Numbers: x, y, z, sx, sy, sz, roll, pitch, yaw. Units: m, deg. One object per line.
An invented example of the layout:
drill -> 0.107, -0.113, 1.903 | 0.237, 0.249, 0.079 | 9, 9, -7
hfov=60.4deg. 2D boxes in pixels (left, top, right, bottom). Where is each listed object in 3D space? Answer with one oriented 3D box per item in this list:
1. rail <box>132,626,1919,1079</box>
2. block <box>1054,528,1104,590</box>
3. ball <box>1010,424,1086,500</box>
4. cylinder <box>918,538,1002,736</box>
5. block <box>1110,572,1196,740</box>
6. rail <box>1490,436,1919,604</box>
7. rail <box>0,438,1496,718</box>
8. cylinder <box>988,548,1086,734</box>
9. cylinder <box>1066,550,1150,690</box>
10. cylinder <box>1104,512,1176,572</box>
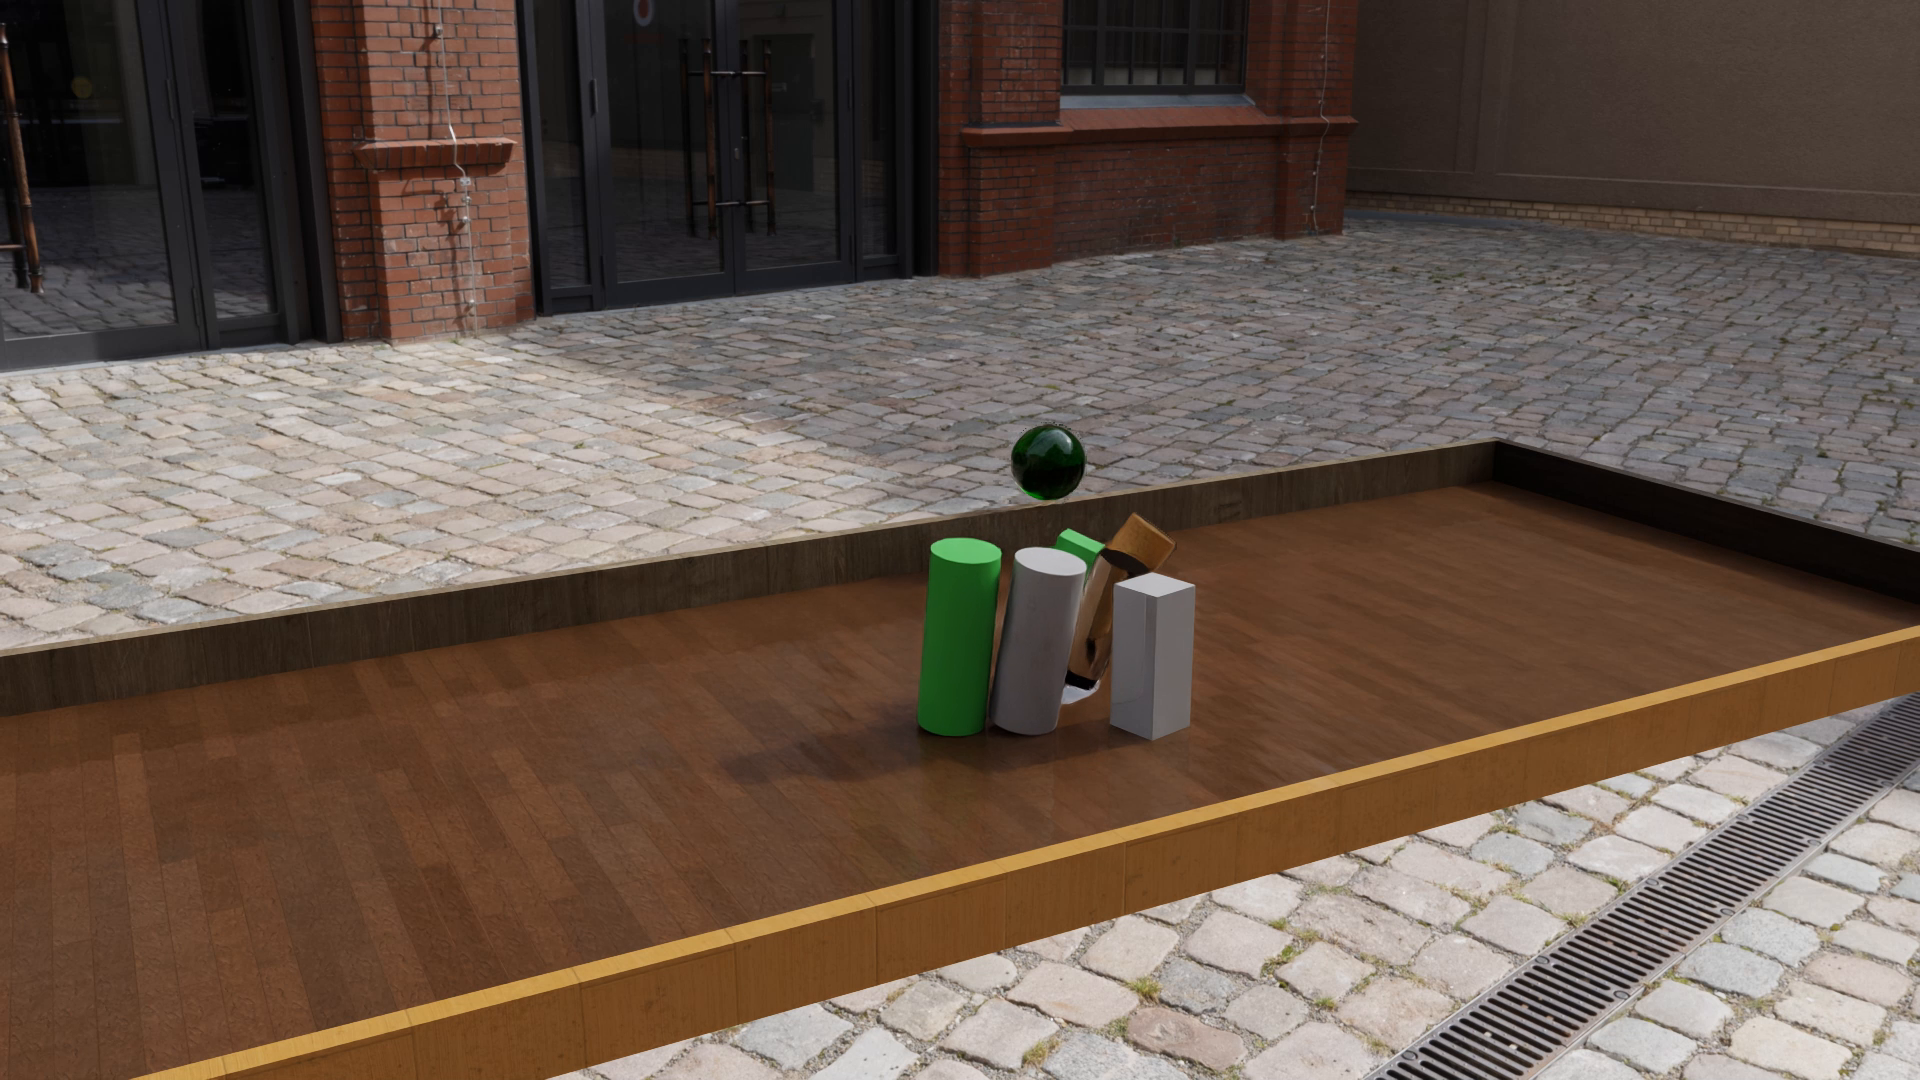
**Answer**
rail -> -2.336, 1.006, 1.665 | 12.000, 0.150, 0.050 | -9, 18, -27
block -> 0.231, 0.168, 4.085 | 0.101, 0.374, 0.101 | 25, 16, 11
ball -> 0.273, -0.240, 5.119 | 0.236, 0.236, 0.236 | 0, 16, 0
cylinder -> -0.003, 0.224, 3.803 | 0.162, 0.430, 0.162 | 4, 20, -2
block -> 0.446, 0.268, 3.827 | 0.132, 0.347, 0.132 | -14, 22, -40
rail -> 2.466, -0.048, 5.253 | 0.050, 0.150, 2.100 | -9, 18, -27
rail -> -3.305, 0.497, 3.399 | 12.000, 0.150, 0.050 | -9, 18, -27
cylinder -> 0.176, 0.233, 3.812 | 0.166, 0.401, 0.166 | 8, 20, -3
cylinder -> 0.344, 0.196, 4.065 | 0.131, 0.325, 0.131 | 19, 19, -7
cylinder -> 0.425, 0.095, 4.434 | 0.144, 0.314, 0.144 | 36, 8, -6
